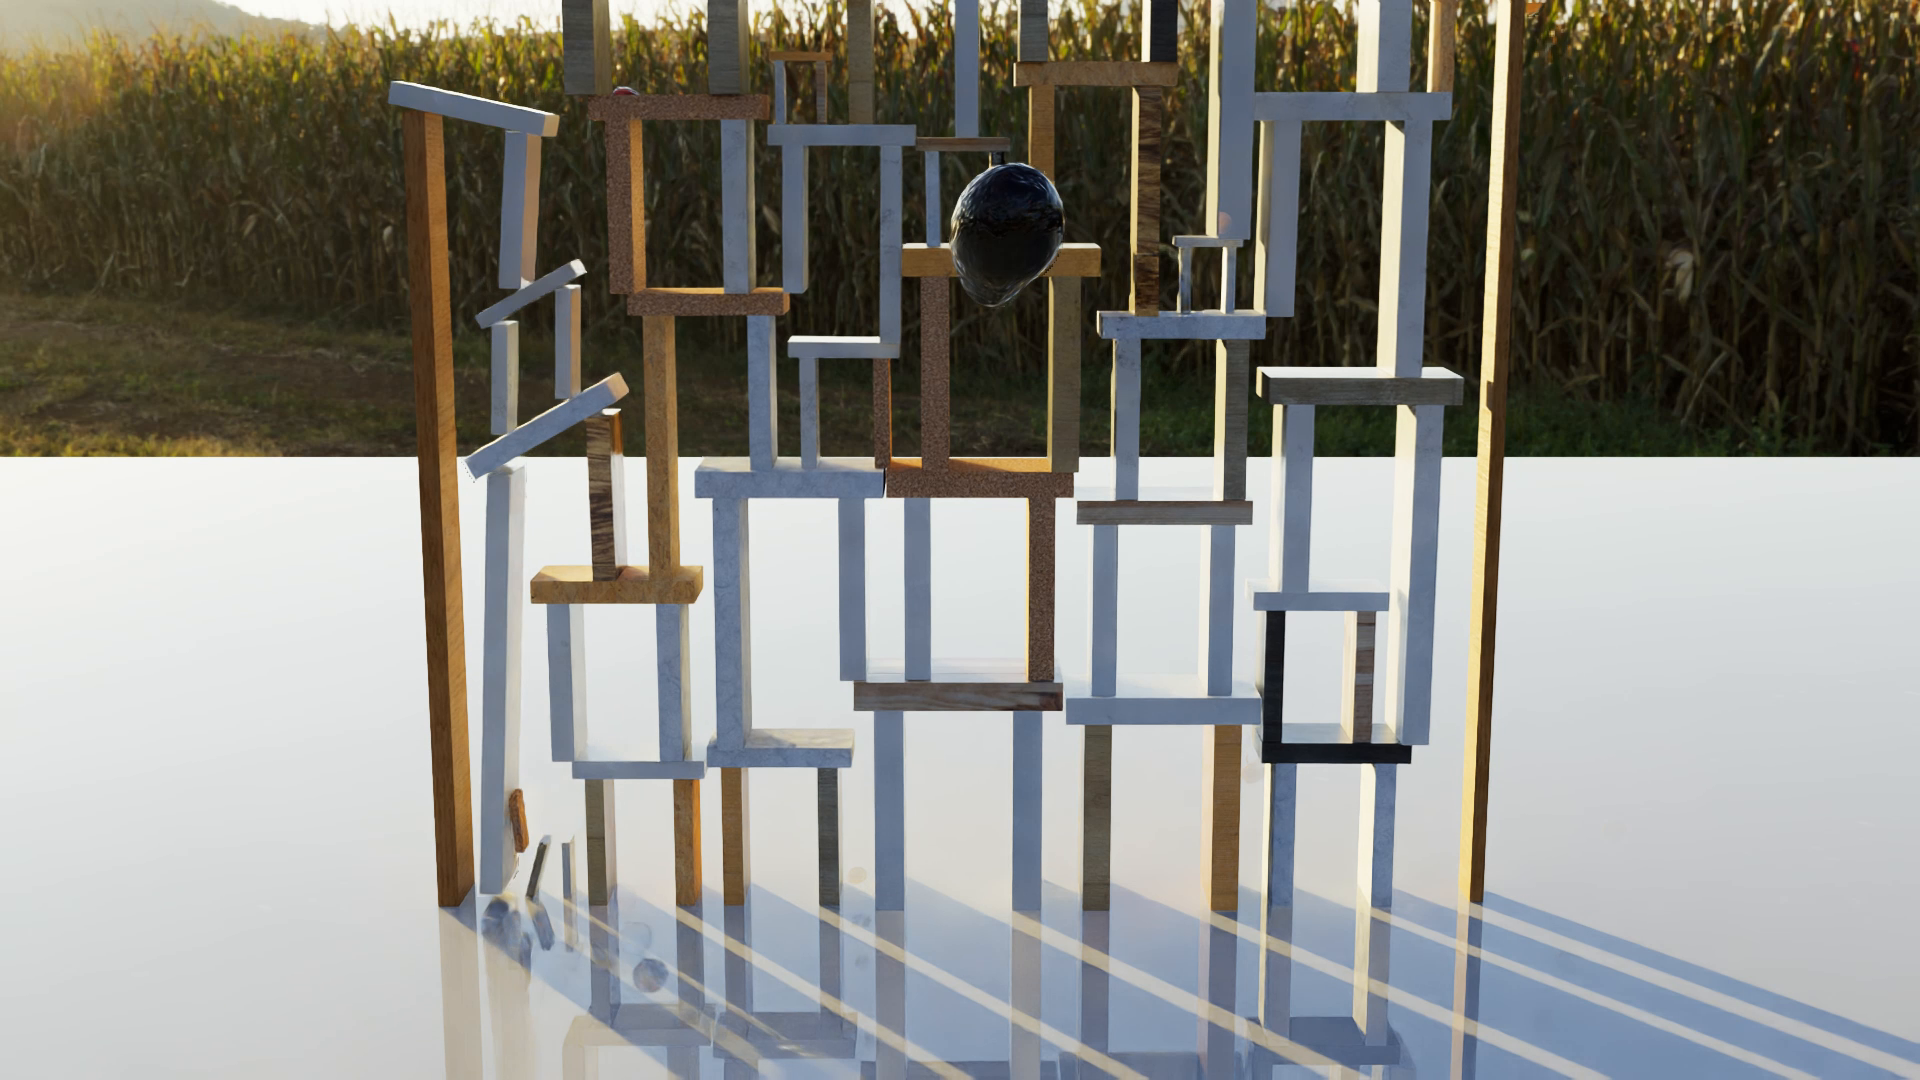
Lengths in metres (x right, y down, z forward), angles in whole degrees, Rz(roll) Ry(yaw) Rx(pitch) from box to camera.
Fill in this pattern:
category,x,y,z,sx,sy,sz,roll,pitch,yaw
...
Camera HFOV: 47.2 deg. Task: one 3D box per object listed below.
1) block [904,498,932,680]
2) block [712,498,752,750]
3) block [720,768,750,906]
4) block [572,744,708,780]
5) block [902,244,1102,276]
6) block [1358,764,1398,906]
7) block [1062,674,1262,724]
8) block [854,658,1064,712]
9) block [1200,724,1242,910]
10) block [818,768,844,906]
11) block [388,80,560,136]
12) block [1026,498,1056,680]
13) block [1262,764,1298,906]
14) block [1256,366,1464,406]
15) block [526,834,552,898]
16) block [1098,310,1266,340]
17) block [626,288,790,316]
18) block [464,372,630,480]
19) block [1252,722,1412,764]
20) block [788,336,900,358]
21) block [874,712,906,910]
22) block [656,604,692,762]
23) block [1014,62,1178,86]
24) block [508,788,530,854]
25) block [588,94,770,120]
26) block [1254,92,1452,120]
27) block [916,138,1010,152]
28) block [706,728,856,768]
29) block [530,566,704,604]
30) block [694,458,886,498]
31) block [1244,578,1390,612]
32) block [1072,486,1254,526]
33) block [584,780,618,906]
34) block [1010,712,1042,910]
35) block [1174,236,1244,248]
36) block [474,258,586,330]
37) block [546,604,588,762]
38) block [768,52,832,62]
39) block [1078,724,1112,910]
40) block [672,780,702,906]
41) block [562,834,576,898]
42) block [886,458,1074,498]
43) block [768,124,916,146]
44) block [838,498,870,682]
category,x,y,z,sx,sy,sz,roll,pitch,yaw
block,-0.068,0.066,3.577,0.042,0.297,0.149,0,11,0
block,-0.370,0.123,3.582,0.042,0.413,0.149,0,11,0
block,-0.372,0.474,3.649,0.033,0.235,0.117,0,11,0
block,-0.523,0.364,3.624,0.215,0.030,0.108,0,11,0
block,0.064,-0.443,3.477,0.307,0.043,0.153,0,11,0
block,0.691,0.471,3.645,0.034,0.243,0.122,0,10,0
block,0.327,0.261,3.605,0.313,0.044,0.157,0,11,0
block,-0.003,0.236,3.607,0.336,0.048,0.168,0,11,0
block,0.431,0.437,3.637,0.044,0.313,0.157,0,11,0
block,-0.215,0.474,3.648,0.033,0.235,0.117,0,11,0
block,-0.757,-0.673,3.432,0.240,0.034,0.120,12,10,-2
block,0.130,0.066,3.578,0.042,0.297,0.148,0,11,0
block,0.529,0.471,3.645,0.034,0.243,0.122,0,11,0
block,0.636,-0.246,3.513,0.303,0.043,0.152,0,11,0
block,-0.702,0.542,3.664,0.014,0.095,0.048,16,10,-3
block,0.350,-0.343,3.495,0.255,0.036,0.127,0,11,0
block,-0.397,-0.378,3.489,0.244,0.035,0.122,0,11,0
block,-0.661,-0.185,3.529,0.261,0.037,0.131,-28,9,5
block,0.610,0.334,3.620,0.243,0.034,0.122,0,11,0
block,-0.184,-0.307,3.507,0.176,0.025,0.088,1,11,-1
block,-0.115,0.424,3.642,0.048,0.336,0.168,0,11,0
block,-0.469,0.219,3.606,0.037,0.262,0.131,0,11,0
block,0.209,-0.725,3.423,0.248,0.035,0.124,0,11,0
block,-0.732,0.466,3.650,0.014,0.095,0.048,-5,11,1
block,-0.436,-0.675,3.432,0.266,0.038,0.133,0,11,0
block,0.602,-0.677,3.434,0.301,0.043,0.150,0,11,0
block,0.005,-0.621,3.452,0.147,0.021,0.073,0,11,1
block,-0.293,0.342,3.624,0.235,0.033,0.117,0,11,0
block,-0.556,0.072,3.578,0.262,0.037,0.131,0,11,0
block,-0.270,-0.101,3.541,0.298,0.042,0.149,0,11,-1
block,0.579,0.088,3.572,0.218,0.031,0.109,0,11,0
block,0.324,-0.056,3.552,0.279,0.040,0.139,0,11,0
block,-0.595,0.485,3.646,0.030,0.215,0.108,0,11,0
block,0.109,0.424,3.641,0.048,0.336,0.168,0,11,0
block,0.392,-0.472,3.474,0.105,0.015,0.053,0,11,0
block,-0.679,-0.390,3.482,0.174,0.025,0.087,-29,9,5
block,-0.643,0.219,3.605,0.037,0.262,0.131,0,11,0
block,-0.249,-0.752,3.424,0.096,0.014,0.048,0,10,-1
block,0.222,0.437,3.637,0.044,0.313,0.157,0,11,0
block,-0.452,0.485,3.646,0.030,0.215,0.108,0,11,0
block,-0.652,0.542,3.664,0.014,0.095,0.048,0,11,0
block,0.031,-0.101,3.547,0.297,0.042,0.149,0,11,0
block,-0.183,-0.634,3.440,0.227,0.032,0.113,0,11,0
block,-0.172,0.066,3.573,0.042,0.298,0.149,0,10,0
